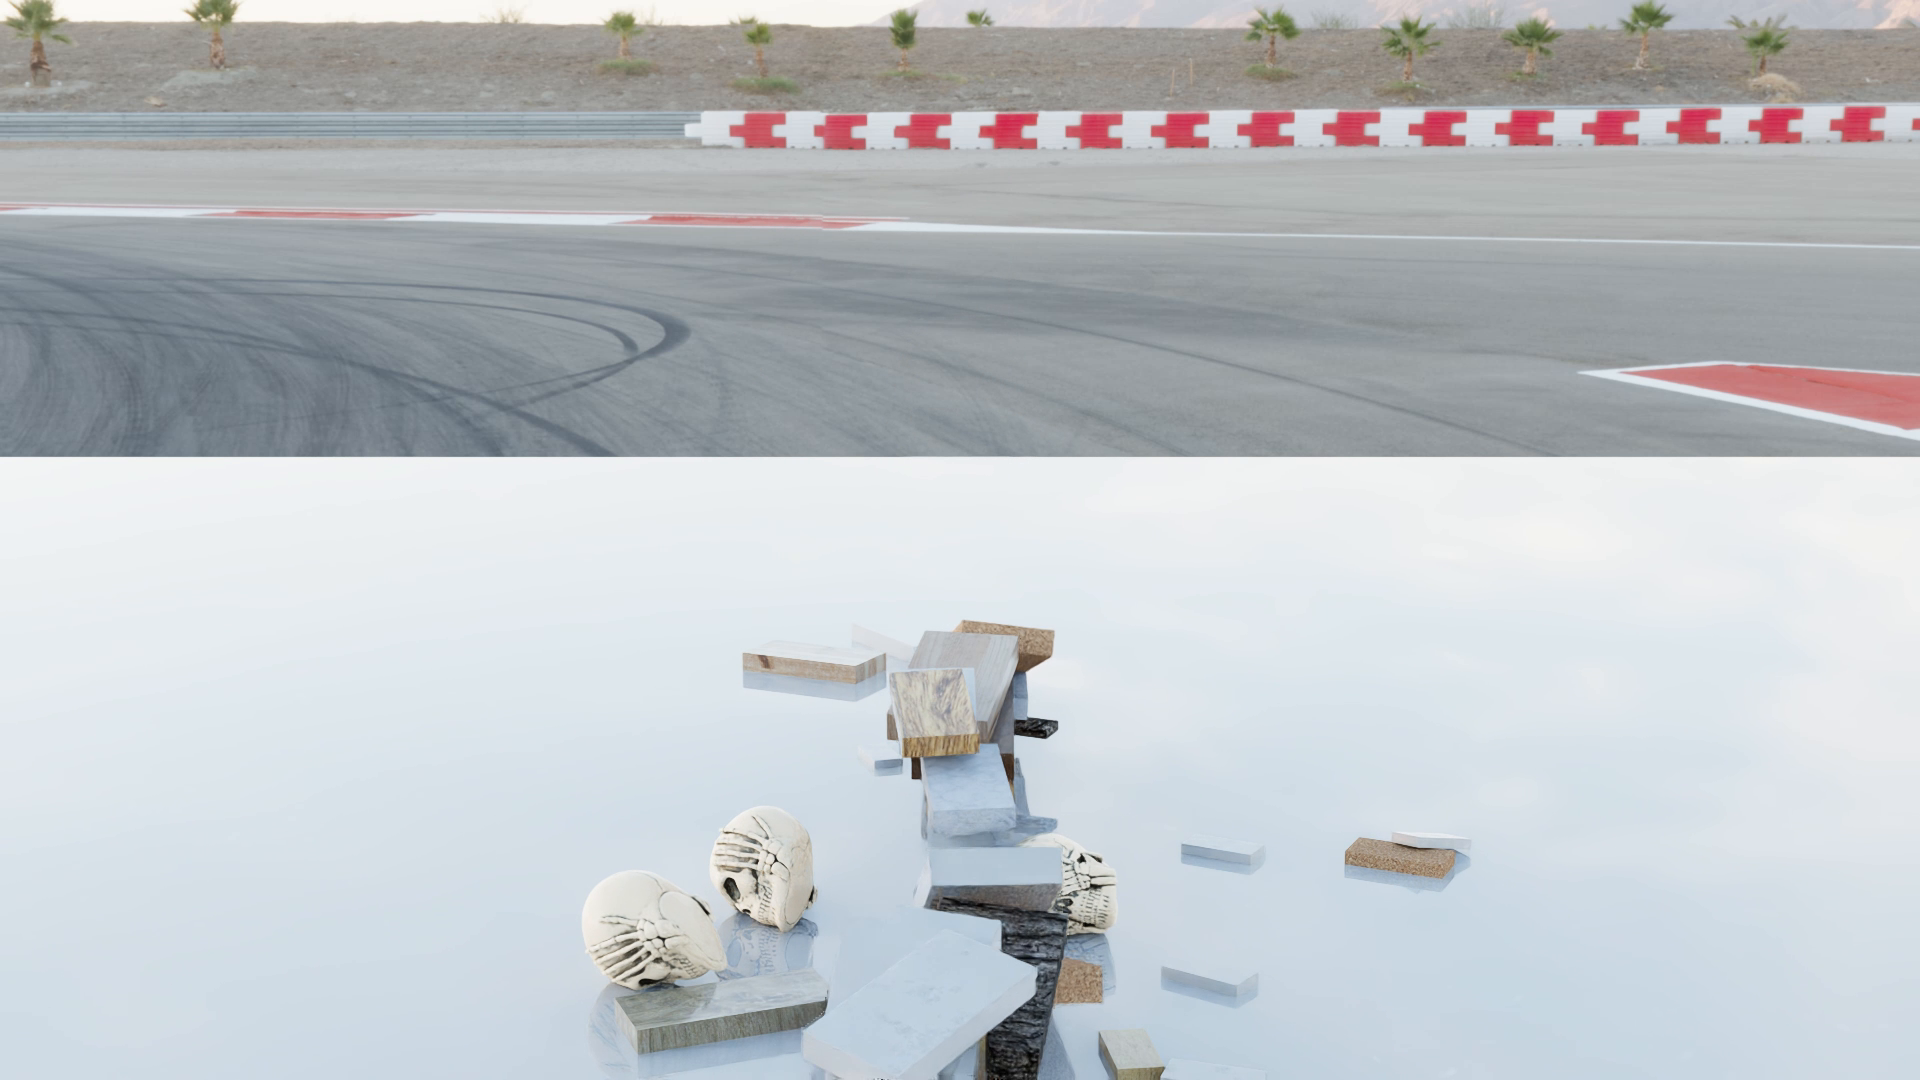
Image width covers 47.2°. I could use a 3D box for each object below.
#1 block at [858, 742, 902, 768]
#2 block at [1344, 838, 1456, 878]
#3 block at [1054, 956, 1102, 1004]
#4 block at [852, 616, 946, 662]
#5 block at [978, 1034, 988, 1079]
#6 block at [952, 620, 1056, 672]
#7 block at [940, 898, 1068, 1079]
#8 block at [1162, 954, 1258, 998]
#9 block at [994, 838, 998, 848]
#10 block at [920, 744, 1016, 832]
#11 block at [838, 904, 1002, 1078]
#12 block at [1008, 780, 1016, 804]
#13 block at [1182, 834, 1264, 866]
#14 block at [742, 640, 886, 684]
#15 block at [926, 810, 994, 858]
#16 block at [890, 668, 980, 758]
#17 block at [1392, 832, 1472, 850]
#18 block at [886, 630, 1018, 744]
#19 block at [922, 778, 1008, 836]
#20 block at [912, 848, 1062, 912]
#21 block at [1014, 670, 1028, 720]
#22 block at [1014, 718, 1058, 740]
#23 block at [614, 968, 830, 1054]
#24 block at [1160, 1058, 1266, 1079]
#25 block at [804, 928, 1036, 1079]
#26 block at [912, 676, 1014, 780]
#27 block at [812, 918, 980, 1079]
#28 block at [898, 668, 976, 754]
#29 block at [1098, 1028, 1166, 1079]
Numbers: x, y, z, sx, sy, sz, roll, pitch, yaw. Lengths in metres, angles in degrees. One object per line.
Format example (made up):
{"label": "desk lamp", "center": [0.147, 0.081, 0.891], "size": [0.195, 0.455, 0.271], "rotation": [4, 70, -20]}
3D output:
{"label": "block", "center": [-0.161, 0.436, 4.450], "size": [0.059, 0.017, 0.119], "rotation": [-4, 11, -18]}
{"label": "block", "center": [0.763, 0.551, 3.814], "size": [0.171, 0.024, 0.086], "rotation": [5, 12, 26]}
{"label": "block", "center": [0.073, 0.616, 3.106], "size": [0.169, 0.048, 0.338], "rotation": [2, -7, -12]}
{"label": "block", "center": [-0.127, 0.244, 5.412], "size": [0.152, 0.043, 0.303], "rotation": [-6, 12, -31]}
{"label": "block", "center": [-0.056, 0.577, 2.578], "size": [0.174, 0.049, 0.348], "rotation": [-1, 23, 2]}
{"label": "block", "center": [0.067, 0.223, 4.470], "size": [0.177, 0.050, 0.579], "rotation": [7, -8, -4]}
{"label": "block", "center": [0.033, 0.565, 2.775], "size": [0.169, 0.048, 0.337], "rotation": [7, 20, 7]}
{"label": "block", "center": [0.374, 0.651, 3.291], "size": [0.130, 0.018, 0.065], "rotation": [8, 13, 36]}
{"label": "block", "center": [0.008, 0.534, 3.465], "size": [0.112, 0.032, 0.224], "rotation": [-1, 17, -1]}
{"label": "block", "center": [0.011, 0.401, 3.575], "size": [0.130, 0.037, 0.259], "rotation": [-2, 18, -5]}
{"label": "block", "center": [-0.050, 0.508, 2.501], "size": [0.130, 0.037, 0.259], "rotation": [6, 24, 15]}
{"label": "block", "center": [0.021, 0.403, 3.865], "size": [0.139, 0.039, 0.347], "rotation": [-1, 22, -1]}
{"label": "block", "center": [0.462, 0.544, 3.868], "size": [0.131, 0.018, 0.065], "rotation": [6, 12, 28]}
{"label": "block", "center": [-0.343, 0.286, 5.189], "size": [0.303, 0.043, 0.152], "rotation": [5, 12, 25]}
{"label": "block", "center": [0.002, 0.456, 3.611], "size": [0.107, 0.030, 0.297], "rotation": [0, 17, 1]}
{"label": "block", "center": [-0.045, 0.288, 3.682], "size": [0.126, 0.036, 0.252], "rotation": [-3, 22, -6]}
{"label": "block", "center": [0.828, 0.528, 3.862], "size": [0.131, 0.018, 0.065], "rotation": [7, -2, -34]}
{"label": "block", "center": [-0.009, 0.263, 3.958], "size": [0.177, 0.050, 0.355], "rotation": [3, 22, 10]}
{"label": "block", "center": [0.007, 0.424, 3.611], "size": [0.107, 0.030, 0.213], "rotation": [-4, 18, -9]}
{"label": "block", "center": [0.026, 0.519, 3.111], "size": [0.174, 0.049, 0.478], "rotation": [0, -22, -6]}
{"label": "block", "center": [0.060, 0.311, 4.467], "size": [0.152, 0.043, 0.303], "rotation": [3, 7, 1]}
{"label": "block", "center": [0.088, 0.363, 4.340], "size": [0.202, 0.018, 0.065], "rotation": [6, 14, 22]}
{"label": "block", "center": [-0.331, 0.670, 3.139], "size": [0.298, 0.036, 0.126], "rotation": [-4, 11, -22]}
{"label": "block", "center": [0.337, 0.719, 2.925], "size": [0.130, 0.018, 0.065], "rotation": [4, 11, 19]}
{"label": "block", "center": [-0.041, 0.513, 2.391], "size": [0.126, 0.036, 0.252], "rotation": [18, 28, 33]}
{"label": "block", "center": [0.007, 0.323, 3.944], "size": [0.177, 0.050, 0.355], "rotation": [0, 22, 1]}
{"label": "block", "center": [-0.064, 0.551, 2.511], "size": [0.174, 0.049, 0.348], "rotation": [1, 23, 4]}
{"label": "block", "center": [-0.038, 0.291, 3.771], "size": [0.130, 0.037, 0.259], "rotation": [-1, 22, 0]}
{"label": "block", "center": [0.234, 0.704, 3.007], "size": [0.065, 0.018, 0.130], "rotation": [-1, 11, -8]}
